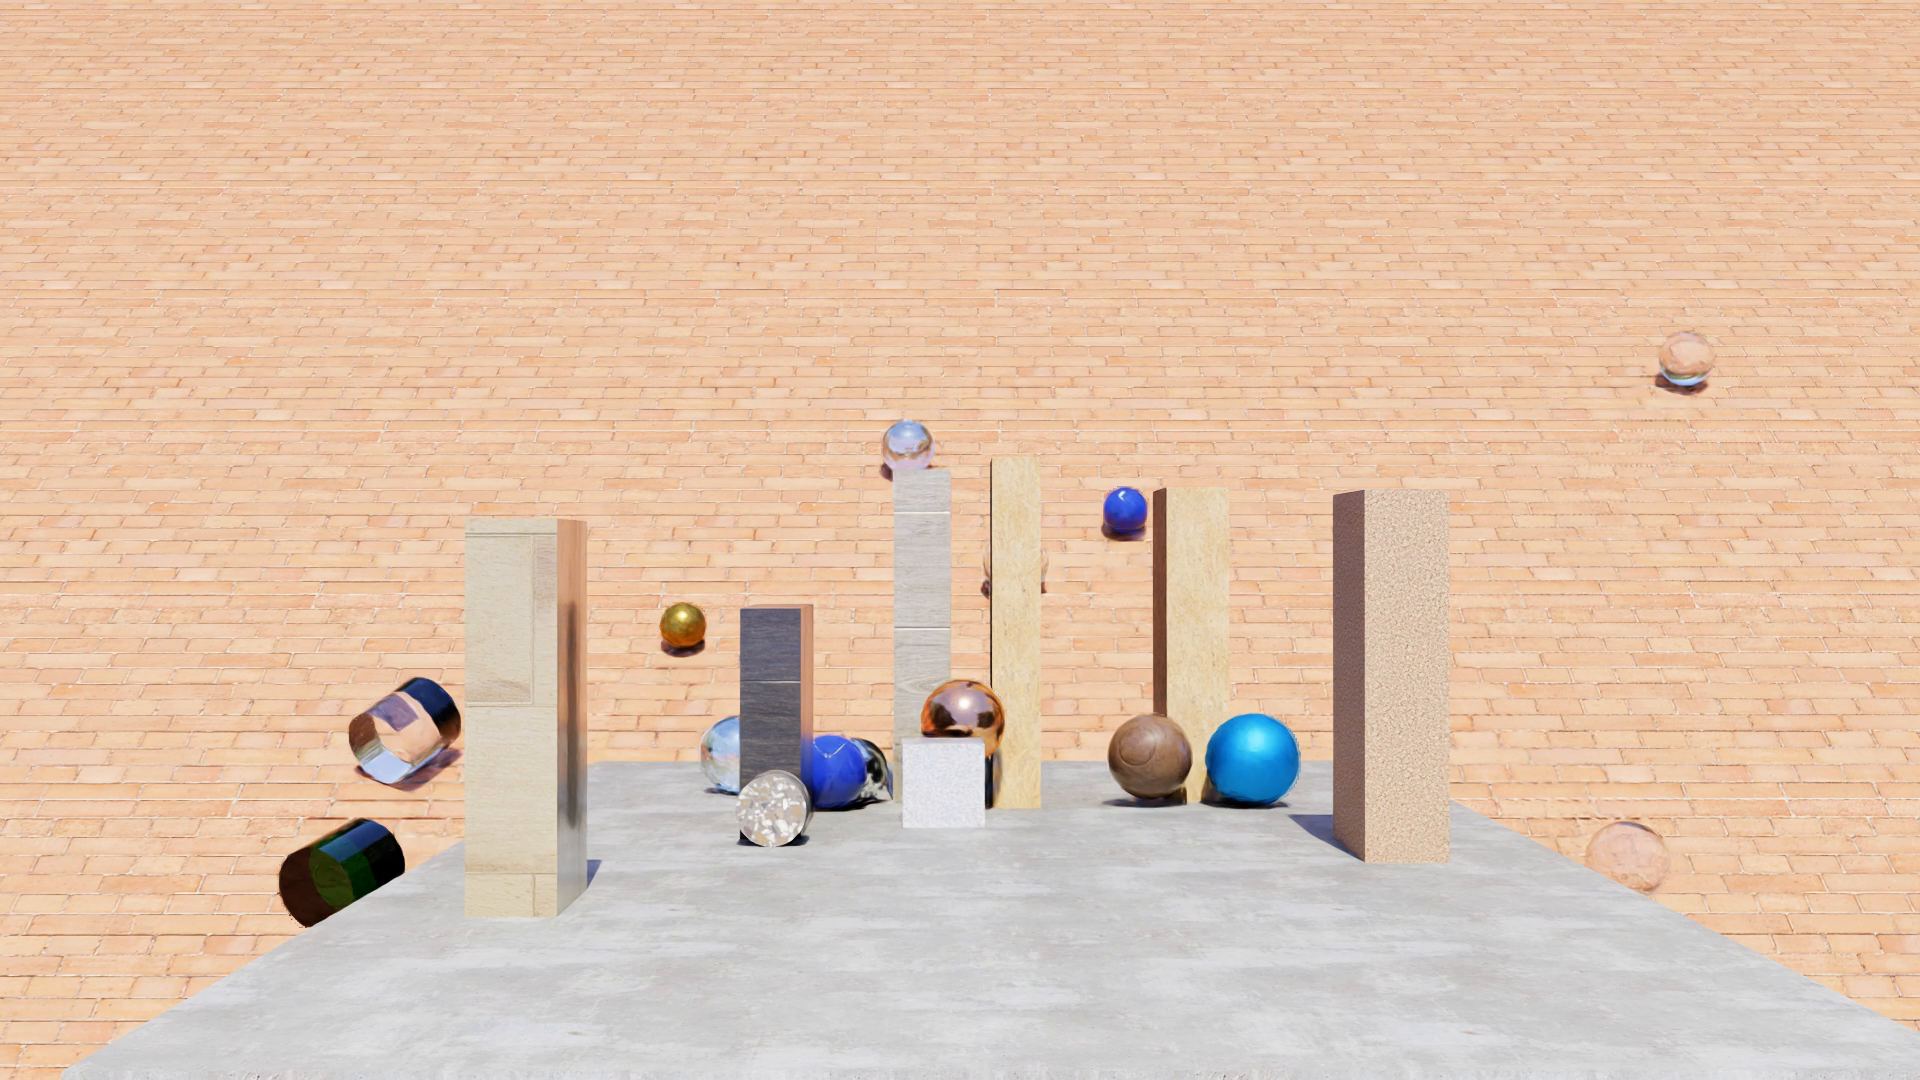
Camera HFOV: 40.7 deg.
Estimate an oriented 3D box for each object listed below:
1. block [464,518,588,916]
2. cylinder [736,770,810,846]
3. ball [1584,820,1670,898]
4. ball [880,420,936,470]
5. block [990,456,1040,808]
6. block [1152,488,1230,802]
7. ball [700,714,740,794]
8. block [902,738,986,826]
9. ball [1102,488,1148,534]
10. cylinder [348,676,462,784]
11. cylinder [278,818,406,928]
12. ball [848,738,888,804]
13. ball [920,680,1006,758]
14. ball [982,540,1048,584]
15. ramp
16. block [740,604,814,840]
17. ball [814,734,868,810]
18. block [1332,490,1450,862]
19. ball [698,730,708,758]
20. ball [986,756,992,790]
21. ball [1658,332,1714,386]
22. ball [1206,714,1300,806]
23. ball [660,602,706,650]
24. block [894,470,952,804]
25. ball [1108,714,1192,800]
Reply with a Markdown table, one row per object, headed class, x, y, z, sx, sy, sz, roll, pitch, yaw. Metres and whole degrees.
| class | x | y | z | sx | sy | sz | roll | pitch | yaw |
| --- | --- | --- | --- | --- | --- | --- | --- | --- | --- |
| block | -0.662 | 0.263 | 3.973 | 0.136 | 0.587 | 0.308 | 0 | 0 | 0 |
| cylinder | -0.345 | 0.496 | 4.792 | 0.130 | 0.130 | 0.130 | 0 | 0 | 0 |
| ball | 1.571 | 0.758 | 6.103 | 0.194 | 0.194 | 0.194 | 0 | 31 | 0 |
| ball | -0.164 | -0.290 | 8.122 | 0.172 | 0.172 | 0.172 | 0 | 31 | 0 |
| block | 0.118 | 0.195 | 5.617 | 0.102 | 0.739 | 0.360 | 0 | 0 | 0 |
| block | 0.512 | 0.226 | 5.765 | 0.134 | 0.678 | 0.400 | 0 | 0 | 0 |
| ball | -0.495 | 0.479 | 5.792 | 0.175 | 0.175 | 0.175 | 0 | 31 | 0 |
| block | -0.034 | 0.481 | 5.152 | 0.162 | 0.162 | 0.162 | 0 | 0 | -2 |
| ball | 0.499 | -0.088 | 7.815 | 0.140 | 0.140 | 0.140 | 0 | 31 | 0 |
| cylinder | -1.448 | 0.496 | 6.760 | 0.207 | 0.207 | 0.207 | 16 | 33 | 25 |
| cylinder | -1.342 | 0.728 | 5.632 | 0.193 | 0.193 | 0.193 | 12 | 18 | 20 |
| ball | -0.224 | 0.494 | 5.550 | 0.140 | 0.140 | 0.140 | 0 | 31 | 0 |
| ball | 0.007 | 0.377 | 5.361 | 0.177 | 0.177 | 0.177 | 0 | 31 | 0 |
| ball | 0.161 | 0.063 | 7.509 | 0.193 | 0.193 | 0.193 | 0 | 31 | 0 |
| ramp | 0.069 | 0.610 | 4.680 | 2.000 | 0.100 | 4.000 | 0 | 0 | 0 |
| block | -0.356 | 0.346 | 5.071 | 0.115 | 0.433 | 0.427 | 0 | 0 | 0 |
| ball | -0.273 | 0.485 | 5.410 | 0.157 | 0.157 | 0.157 | 0 | 31 | 0 |
| block | 0.774 | 0.237 | 4.672 | 0.146 | 0.646 | 0.383 | 0 | 0 | 0 |
| ball | -0.585 | 0.512 | 6.335 | 0.113 | 0.113 | 0.113 | 0 | 31 | 0 |
| ball | -0.007 | 0.489 | 5.479 | 0.149 | 0.149 | 0.149 | 0 | 31 | 0 |
| ball | 2.423 | -0.604 | 8.641 | 0.181 | 0.181 | 0.181 | 0 | 31 | 0 |
| ball | 0.617 | 0.465 | 5.471 | 0.197 | 0.197 | 0.197 | 0 | 31 | 0 |
| ball | -0.778 | 0.241 | 7.271 | 0.131 | 0.131 | 0.131 | 0 | 31 | 0 |
| block | -0.081 | 0.207 | 5.728 | 0.122 | 0.715 | 0.349 | 0 | 0 | 0 |
| ball | 0.402 | 0.458 | 5.484 | 0.181 | 0.181 | 0.181 | 0 | 31 | 0 |
